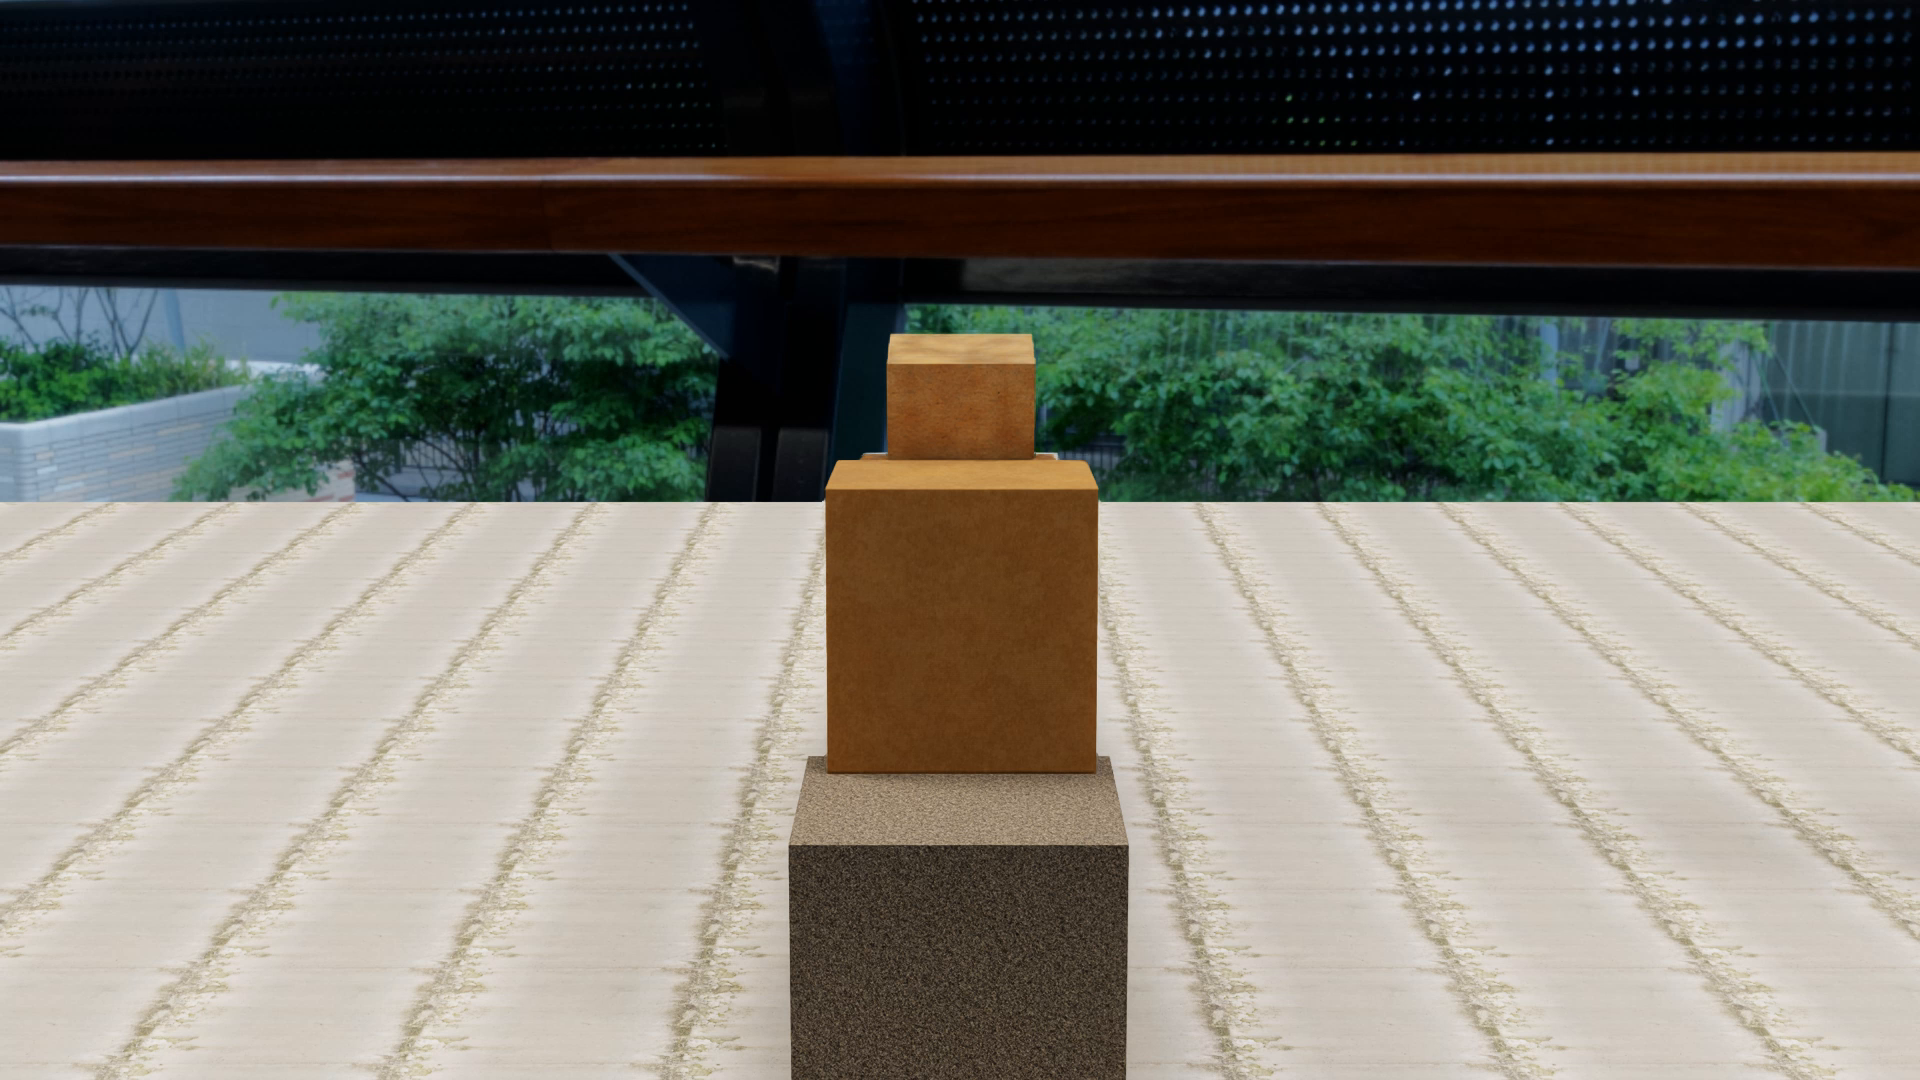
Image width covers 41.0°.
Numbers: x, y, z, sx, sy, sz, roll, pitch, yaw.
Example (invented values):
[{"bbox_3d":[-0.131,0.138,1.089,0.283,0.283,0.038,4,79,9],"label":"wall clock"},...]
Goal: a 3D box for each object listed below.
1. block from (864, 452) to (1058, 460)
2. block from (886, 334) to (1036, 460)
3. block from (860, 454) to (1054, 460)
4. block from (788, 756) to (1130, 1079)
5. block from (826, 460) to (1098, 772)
[{"bbox_3d":[0.001,0.048,12.098,0.944,0.792,0.911,0,10,0],"label":"block"},{"bbox_3d":[0.004,-0.444,10.228,0.572,0.656,0.550,0,17,0],"label":"block"},{"bbox_3d":[-0.011,0.139,11.142,0.866,0.884,0.985,0,10,0],"label":"block"},{"bbox_3d":[-0.004,1.401,8.956,1.105,1.038,1.105,0,10,0],"label":"block"},{"bbox_3d":[0.007,0.259,9.545,0.961,1.016,0.915,0,8,0],"label":"block"}]
